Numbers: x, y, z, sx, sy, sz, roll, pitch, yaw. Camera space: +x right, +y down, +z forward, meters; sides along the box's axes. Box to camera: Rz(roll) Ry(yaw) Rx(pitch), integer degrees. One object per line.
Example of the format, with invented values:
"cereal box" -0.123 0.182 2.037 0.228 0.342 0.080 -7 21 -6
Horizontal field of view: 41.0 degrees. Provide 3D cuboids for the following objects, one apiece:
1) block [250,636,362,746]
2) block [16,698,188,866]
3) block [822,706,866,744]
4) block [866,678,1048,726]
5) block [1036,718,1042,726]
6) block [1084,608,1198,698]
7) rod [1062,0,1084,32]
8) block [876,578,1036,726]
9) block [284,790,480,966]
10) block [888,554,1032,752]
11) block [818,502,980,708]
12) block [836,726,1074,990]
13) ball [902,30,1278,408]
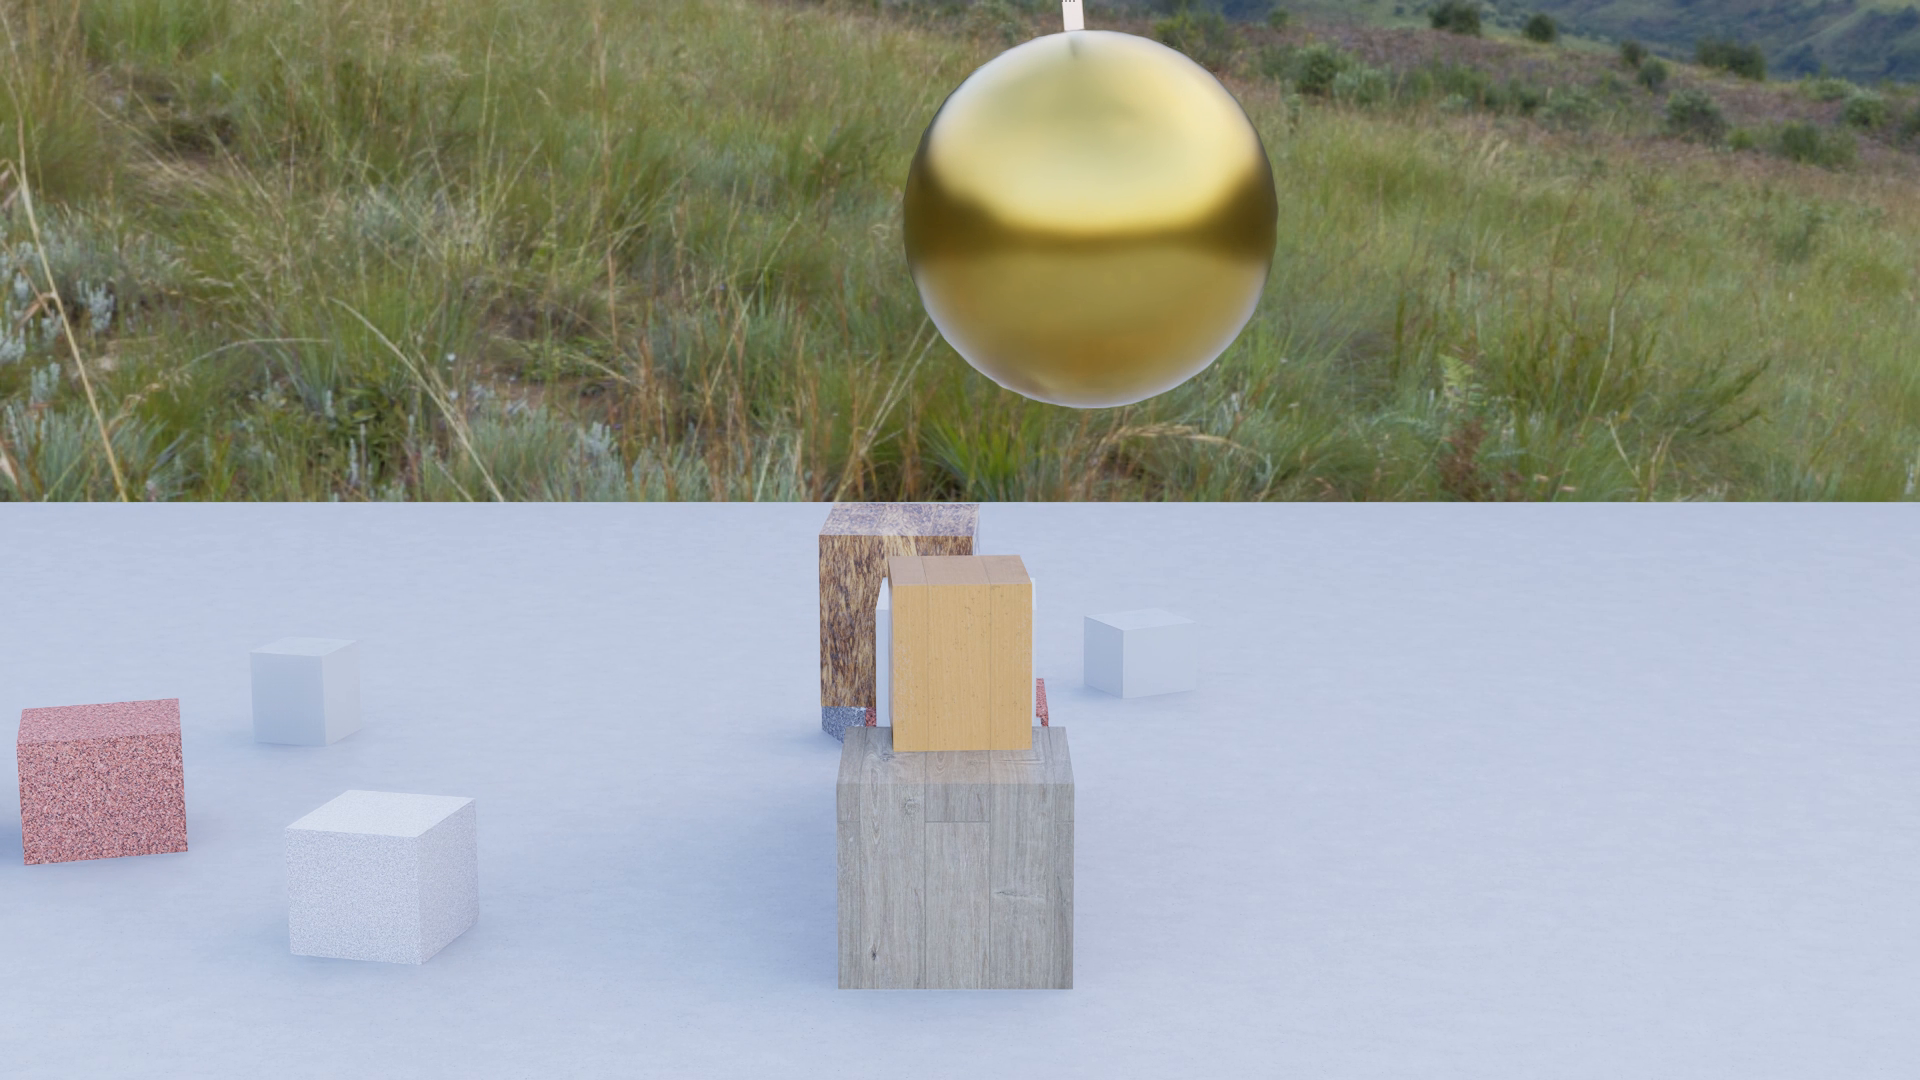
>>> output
"block" -3.504 0.808 13.754 0.422 0.489 0.401 3 11 14
"block" -3.969 1.109 11.895 0.704 0.562 0.676 -3 11 -17
"block" -0.456 0.813 13.748 0.438 0.481 0.470 -4 11 -23
"block" -0.014 1.051 11.913 0.822 0.671 0.701 0 10 0
"block" 0.006 1.191 11.167 0.708 0.661 0.796 0 10 0
"block" 1.043 0.652 14.865 0.491 0.399 0.449 -5 12 -26
"rod" 0.240 -4.692 10.327 0.080 5.200 0.080 -5 10 1
"block" -0.010 0.529 11.237 0.681 0.606 0.641 0 11 1
"block" -2.362 1.374 10.528 0.569 0.529 0.574 2 11 13
"block" -0.008 0.455 10.550 0.555 0.677 0.631 -1 10 -3
"block" -0.270 0.293 11.914 0.691 0.797 0.734 1 12 3
"block" -0.017 1.261 10.321 0.912 0.826 0.872 0 10 0
"ball" 0.553 -1.361 10.933 1.600 1.600 1.600 0 10 0
